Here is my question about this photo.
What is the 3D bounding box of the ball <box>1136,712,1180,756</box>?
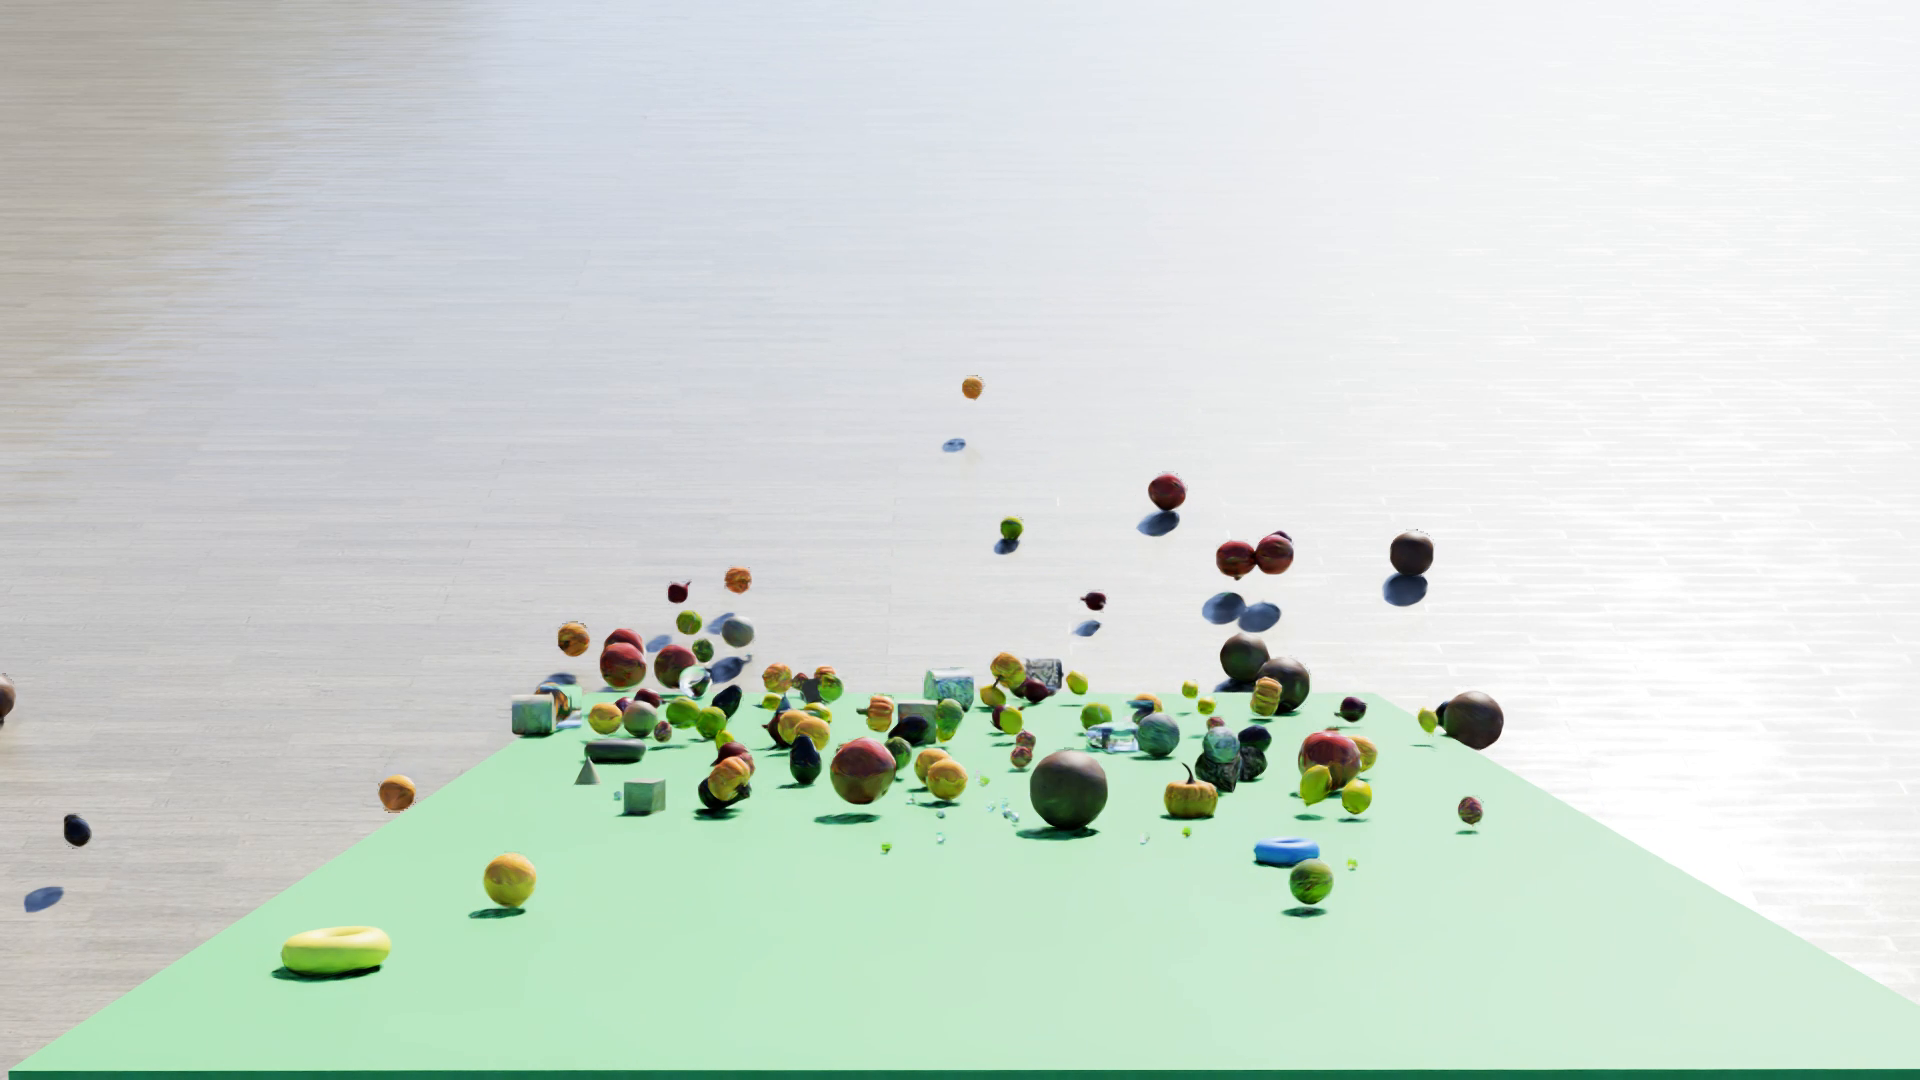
[{"bbox_3d":[0.399,0.391,5.179,0.088,0.088,0.088,0,24,0],"label":"ball"}]

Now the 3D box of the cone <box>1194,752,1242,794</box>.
[{"bbox_3d":[0.481,0.432,4.659,0.091,0.091,0.091,-5,30,-11],"label":"cone"}]

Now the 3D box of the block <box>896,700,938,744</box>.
[{"bbox_3d":[-0.090,0.384,5.456,0.084,0.084,0.084,0,2,1],"label":"block"}]

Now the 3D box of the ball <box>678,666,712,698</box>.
[{"bbox_3d":[-0.661,0.353,6.430,0.081,0.081,0.081,0,24,0],"label":"ball"}]

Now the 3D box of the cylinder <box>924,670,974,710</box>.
[{"bbox_3d":[-0.026,0.356,6.131,0.094,0.094,0.094,0,23,-20],"label":"cylinder"}]

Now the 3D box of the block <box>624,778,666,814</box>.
[{"bbox_3d":[-0.536,0.436,4.381,0.054,0.054,0.054,1,2,19],"label":"block"}]

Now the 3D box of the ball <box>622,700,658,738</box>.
[{"bbox_3d":[-0.688,0.385,5.542,0.078,0.078,0.078,0,24,0],"label":"ball"}]

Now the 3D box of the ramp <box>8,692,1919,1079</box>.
[{"bbox_3d":[0.056,0.507,4.550,2.000,0.100,4.000,0,2,0],"label":"ramp"}]

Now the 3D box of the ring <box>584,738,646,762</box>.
[{"bbox_3d":[-0.686,0.417,5.116,0.124,0.041,0.124,-3,-1,0],"label":"ring"}]

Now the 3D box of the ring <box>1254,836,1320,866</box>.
[{"bbox_3d":[0.489,0.464,3.847,0.097,0.032,0.097,-1,2,0],"label":"ring"}]

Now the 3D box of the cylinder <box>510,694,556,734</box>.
[{"bbox_3d":[-0.925,0.378,5.586,0.086,0.086,0.086,-2,25,-4],"label":"cylinder"}]

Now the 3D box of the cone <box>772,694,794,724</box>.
[{"bbox_3d":[-0.396,0.380,5.839,0.067,0.067,0.067,0,2,0],"label":"cone"}]

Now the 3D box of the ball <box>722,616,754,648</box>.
[{"bbox_3d":[-0.596,0.246,6.925,0.090,0.090,0.090,0,24,0],"label":"ball"}]

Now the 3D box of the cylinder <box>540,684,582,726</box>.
[{"bbox_3d":[-0.887,0.369,5.731,0.092,0.092,0.092,-1,24,-8],"label":"cylinder"}]

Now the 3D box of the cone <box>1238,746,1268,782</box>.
[{"bbox_3d":[0.534,0.432,4.799,0.069,0.069,0.069,5,30,12],"label":"cone"}]

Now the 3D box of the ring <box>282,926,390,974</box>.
[{"bbox_3d":[-0.740,0.486,3.055,0.127,0.042,0.127,-3,0,0],"label":"ring"}]

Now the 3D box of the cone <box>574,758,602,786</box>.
[{"bbox_3d":[-0.687,0.424,4.760,0.052,0.052,0.052,0,2,0],"label":"cone"}]

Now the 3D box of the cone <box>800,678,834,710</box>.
[{"bbox_3d":[-0.345,0.386,6.100,0.083,0.083,0.083,3,29,6],"label":"cone"}]

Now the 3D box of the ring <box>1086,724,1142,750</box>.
[{"bbox_3d":[0.333,0.406,5.319,0.147,0.049,0.147,0,1,0],"label":"ring"}]

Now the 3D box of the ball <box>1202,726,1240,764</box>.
[{"bbox_3d":[0.470,0.369,4.637,0.067,0.067,0.067,0,24,0],"label":"ball"}]

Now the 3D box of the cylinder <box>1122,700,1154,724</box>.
[{"bbox_3d":[0.389,0.385,5.655,0.068,0.068,0.068,0,24,2],"label":"cylinder"}]

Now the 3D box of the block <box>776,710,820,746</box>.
[{"bbox_3d":[-0.340,0.394,5.398,0.069,0.069,0.069,1,2,21],"label":"block"}]

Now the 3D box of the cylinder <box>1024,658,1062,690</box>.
[{"bbox_3d":[0.218,0.351,6.733,0.083,0.083,0.083,0,24,-12],"label":"cylinder"}]
